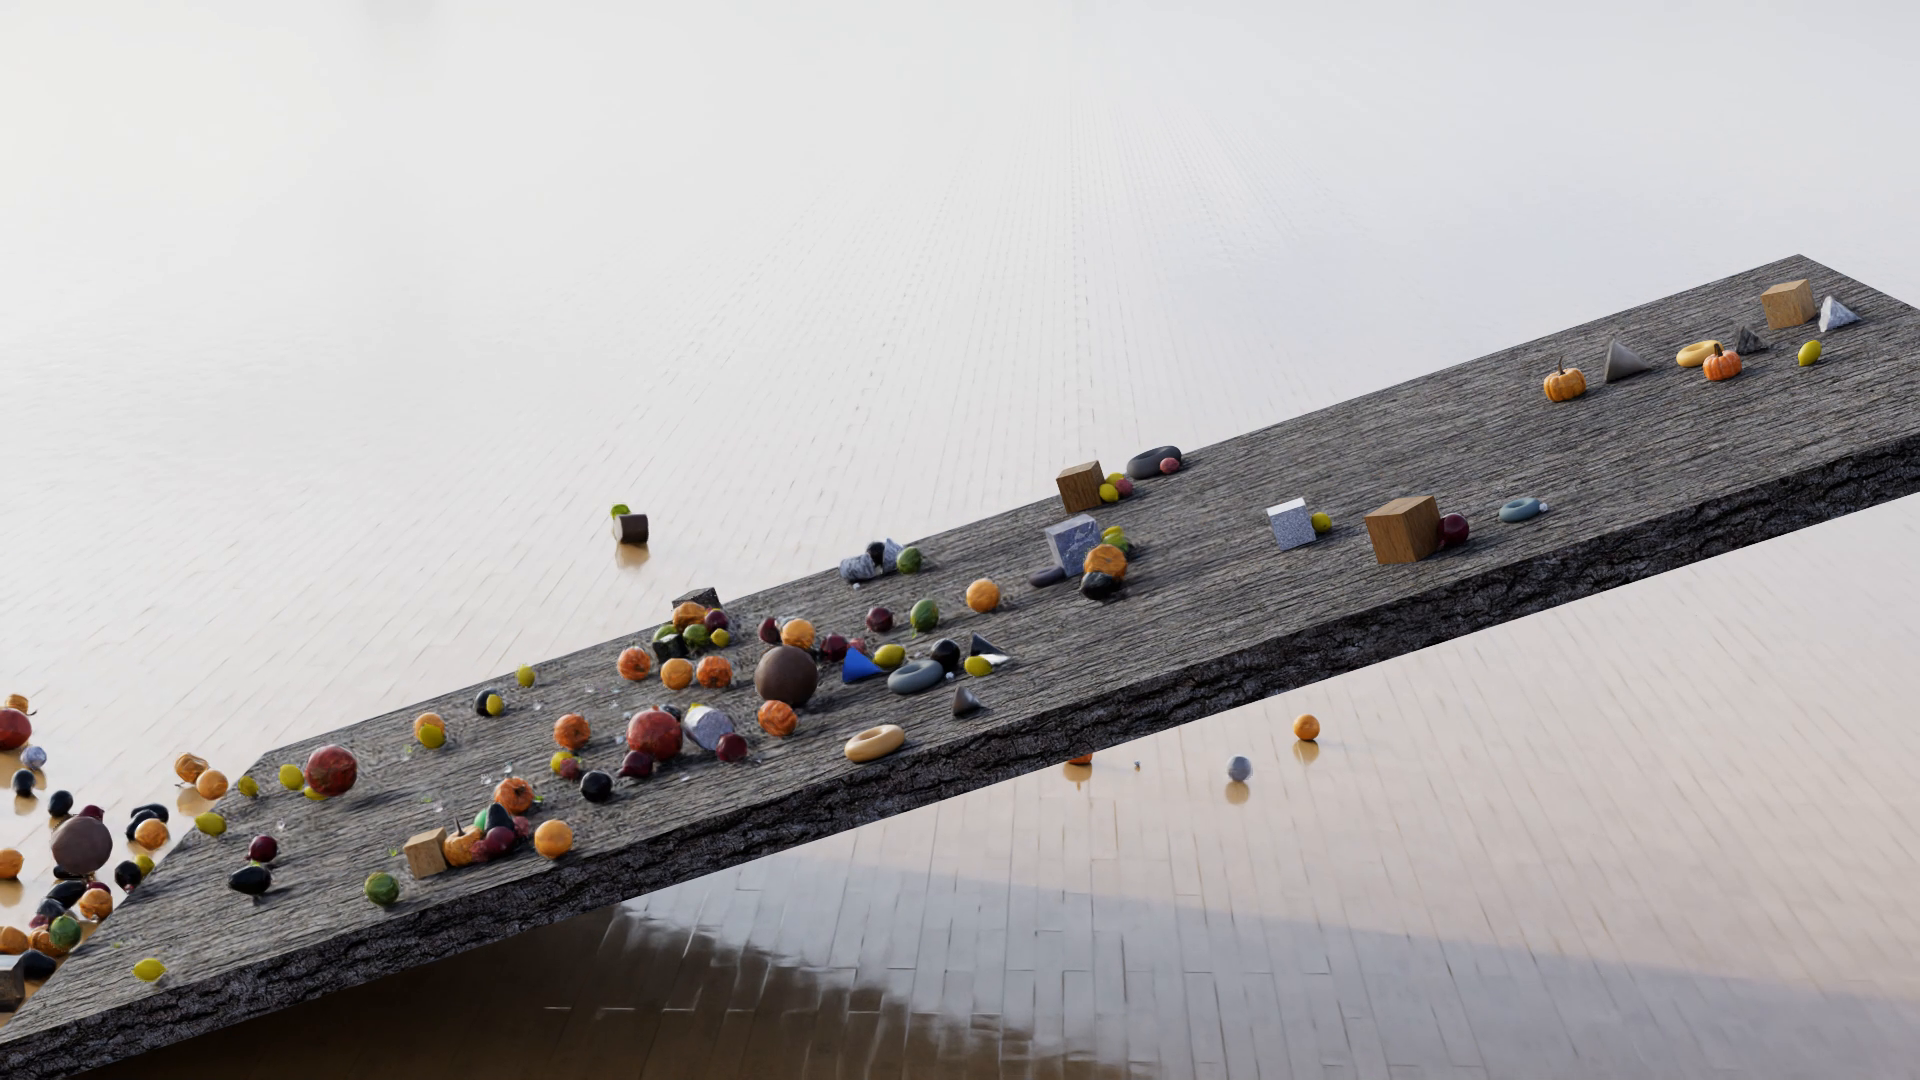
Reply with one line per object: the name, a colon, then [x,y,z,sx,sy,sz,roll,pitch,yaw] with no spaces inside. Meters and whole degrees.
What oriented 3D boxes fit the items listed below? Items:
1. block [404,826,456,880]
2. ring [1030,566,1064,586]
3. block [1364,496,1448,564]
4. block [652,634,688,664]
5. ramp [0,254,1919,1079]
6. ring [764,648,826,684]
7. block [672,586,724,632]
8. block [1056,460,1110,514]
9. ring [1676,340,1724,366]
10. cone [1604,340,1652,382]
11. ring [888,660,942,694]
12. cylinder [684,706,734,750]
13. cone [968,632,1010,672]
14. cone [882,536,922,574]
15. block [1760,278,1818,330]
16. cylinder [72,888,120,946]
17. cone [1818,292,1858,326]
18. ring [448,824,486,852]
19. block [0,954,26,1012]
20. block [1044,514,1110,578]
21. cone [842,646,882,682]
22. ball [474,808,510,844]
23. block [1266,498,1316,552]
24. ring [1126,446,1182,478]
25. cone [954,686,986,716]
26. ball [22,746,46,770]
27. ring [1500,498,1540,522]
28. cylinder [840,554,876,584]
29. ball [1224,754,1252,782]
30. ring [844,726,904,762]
block: [-1.026,0.606,5.688,0.068,0.068,0.068,-18,11,8]
ring: [0.186,0.078,6.344,0.078,0.026,0.078,-19,9,3]
block: [0.836,-0.019,5.515,0.096,0.096,0.096,-27,13,-36]
block: [-0.678,0.254,6.884,0.051,0.051,0.051,-8,15,45]
ramp: [0.106,0.180,6.305,4.000,0.100,2.000,-18,11,6]
ring: [-0.352,0.269,6.265,0.139,0.046,0.139,-17,12,4]
block: [-0.639,0.168,7.171,0.079,0.079,0.079,-8,15,45]
block: [0.293,-0.127,7.007,0.090,0.090,0.090,-15,11,19]
ring: [1.582,-0.398,6.288,0.101,0.034,0.101,-19,11,4]
cone: [1.457,-0.381,6.391,0.097,0.097,0.097,10,13,7]
ring: [-0.088,0.271,5.820,0.115,0.038,0.115,-17,11,3]
cylinder: [-0.504,0.377,5.896,0.080,0.080,0.080,-5,5,-21]
cone: [0.061,0.226,5.790,0.080,0.080,0.080,9,13,3]
cone: [-0.135,0.043,7.026,0.096,0.096,0.096,7,12,-4]
block: [1.791,-0.509,6.356,0.079,0.079,0.079,-10,14,40]
cylinder: [-1.862,0.818,6.353,0.099,0.099,0.099,-4,17,1]
cone: [1.852,-0.468,6.164,0.078,0.078,0.078,30,19,9]
ring: [-0.960,0.585,5.776,0.094,0.031,0.094,-16,14,4]
block: [-1.966,0.905,5.999,0.090,0.090,0.090,-1,12,-3]
block: [0.252,0.012,6.364,0.098,0.098,0.098,-20,11,-7]
cone: [-0.193,0.264,6.047,0.077,0.077,0.077,12,14,13]
ball: [-0.910,0.557,5.725,0.070,0.070,0.070,0,12,0]
block: [0.667,-0.032,5.924,0.076,0.076,0.076,-18,11,6]
ring: [0.470,-0.189,7.129,0.139,0.046,0.139,-20,10,4]
cone: [0.022,0.306,5.486,0.057,0.057,0.057,11,14,10]
ball: [-2.411,0.566,7.657,0.063,0.063,0.063,0,12,0]
ring: [1.051,-0.056,5.518,0.080,0.027,0.080,-18,12,4]
cylinder: [-0.245,0.068,7.036,0.062,0.062,0.062,-14,5,25]
ball: [0.714,0.586,7.554,0.067,0.067,0.067,0,12,0]
ring: [-0.157,0.374,5.420,0.117,0.039,0.117,-19,9,3]
